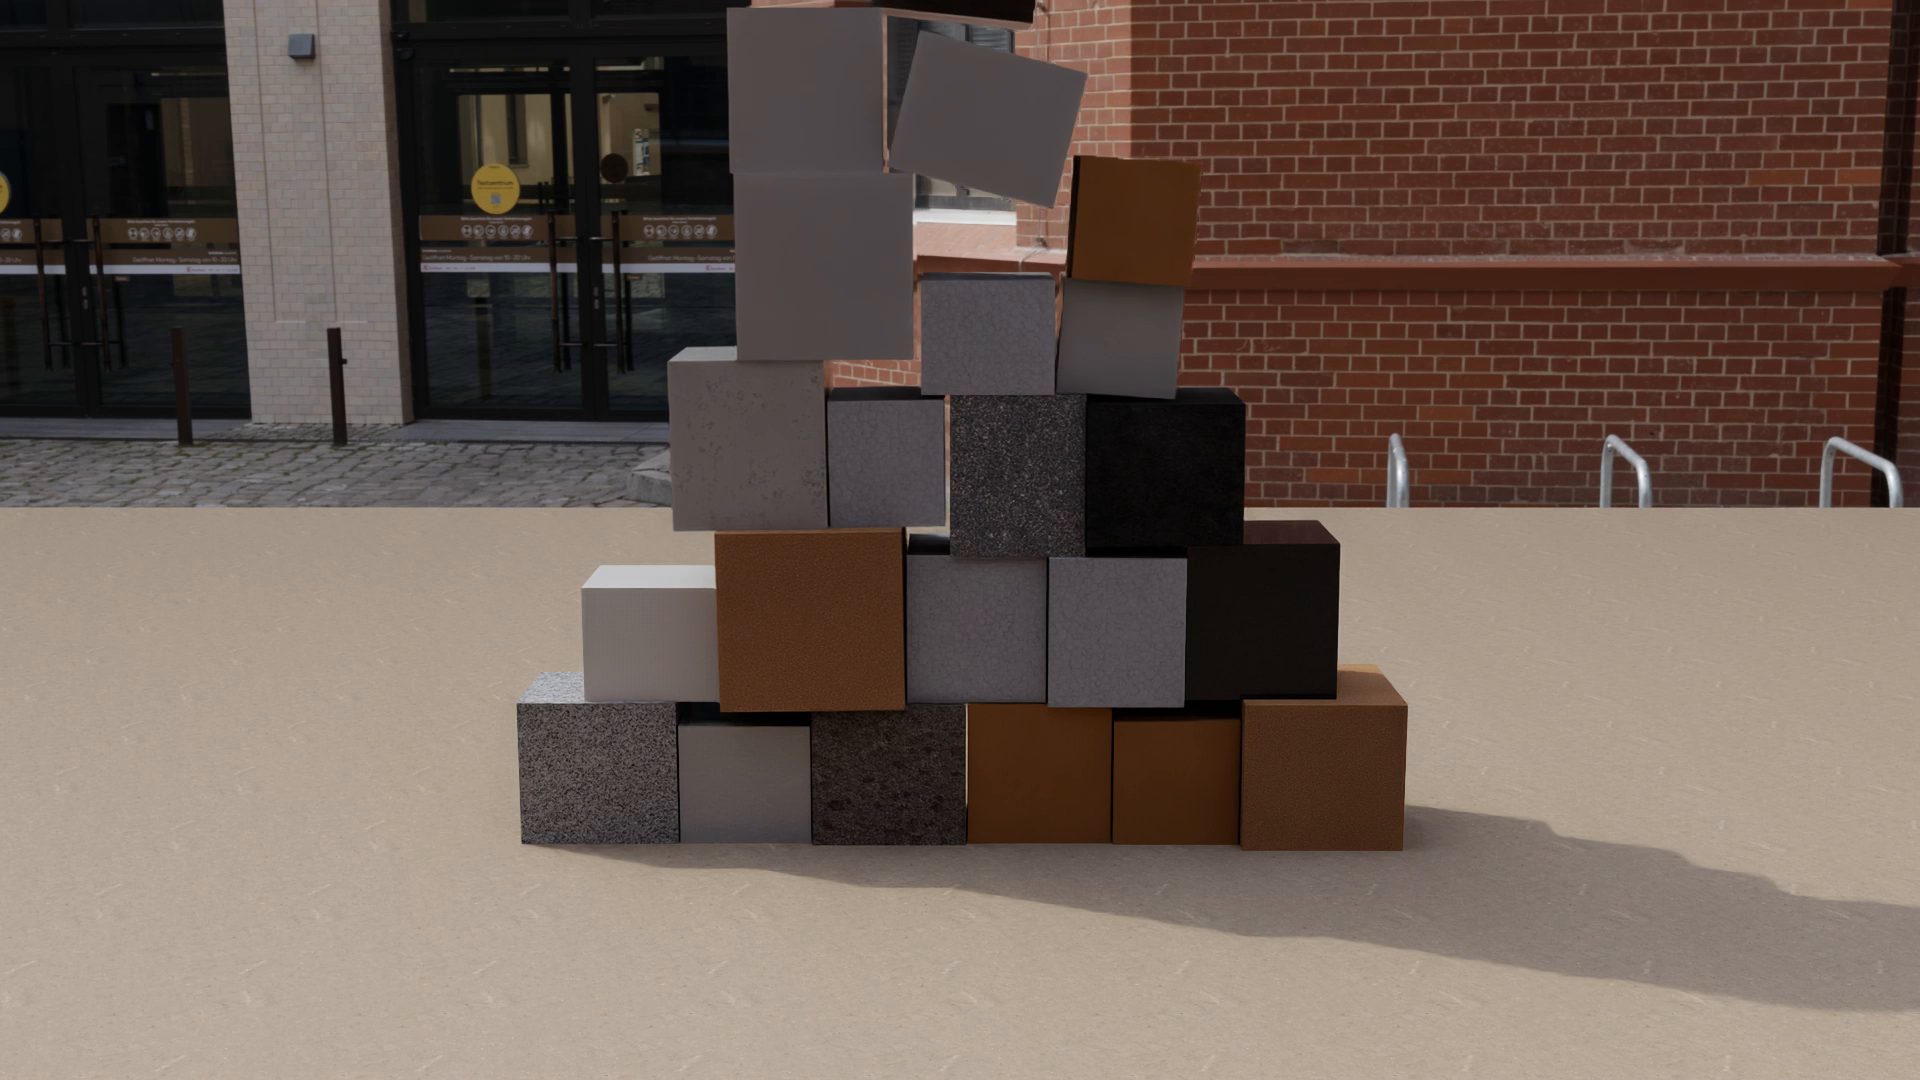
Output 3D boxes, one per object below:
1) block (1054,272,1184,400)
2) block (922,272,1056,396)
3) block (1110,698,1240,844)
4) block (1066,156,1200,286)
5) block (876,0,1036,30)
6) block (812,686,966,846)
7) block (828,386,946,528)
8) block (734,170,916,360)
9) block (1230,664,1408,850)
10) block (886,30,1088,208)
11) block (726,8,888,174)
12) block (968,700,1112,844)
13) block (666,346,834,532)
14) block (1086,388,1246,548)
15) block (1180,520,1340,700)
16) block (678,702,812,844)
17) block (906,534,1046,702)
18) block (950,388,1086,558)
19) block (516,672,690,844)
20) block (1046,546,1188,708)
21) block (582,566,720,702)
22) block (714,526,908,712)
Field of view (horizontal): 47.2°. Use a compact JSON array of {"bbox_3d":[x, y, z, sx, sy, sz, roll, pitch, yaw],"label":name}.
[{"bbox_3d":[0.782,-1.030,10.993,0.585,0.557,0.525,4,10,-1],"label":"block"},{"bbox_3d":[0.136,-1.039,10.992,0.648,0.554,0.684,0,10,0],"label":"block"},{"bbox_3d":[1.087,1.160,11.397,0.633,0.641,0.713,0,10,0],"label":"block"},{"bbox_3d":[0.846,-1.589,10.895,0.577,0.585,0.638,4,10,-1],"label":"block"},{"bbox_3d":[0.007,-2.886,10.674,0.749,0.700,0.711,6,10,-1],"label":"block"},{"bbox_3d":[-0.356,1.122,11.370,0.771,0.725,0.697,0,10,0],"label":"block"},{"bbox_3d":[-0.361,-0.428,11.089,0.567,0.628,0.624,-1,10,0],"label":"block"},{"bbox_3d":[-0.652,-1.380,10.943,0.855,0.890,0.792,0,10,0],"label":"block"},{"bbox_3d":[1.815,1.109,11.366,0.802,0.751,0.867,0,10,0],"label":"block"},{"bbox_3d":[0.126,-2.061,10.810,0.818,0.655,0.771,14,10,-3],"label":"block"},{"bbox_3d":[-0.734,-2.198,10.797,0.736,0.772,0.703,0,10,0],"label":"block"},{"bbox_3d":[0.400,1.123,11.378,0.721,0.719,0.643,0,10,0],"label":"block"},{"bbox_3d":[-1.035,-0.526,11.102,0.758,0.836,0.764,-1,10,0],"label":"block"},{"bbox_3d":[1.005,-0.379,11.096,0.768,0.701,0.744,0,10,0],"label":"block"},{"bbox_3d":[1.501,0.347,11.252,0.754,0.789,0.685,0,10,0],"label":"block"},{"bbox_3d":[-1.082,1.175,11.397,0.661,0.610,0.664,0,10,0],"label":"block"},{"bbox_3d":[0.083,0.390,11.270,0.692,0.750,0.623,0,10,0],"label":"block"},{"bbox_3d":[0.285,-0.374,11.130,0.668,0.804,0.701,0,10,0],"label":"block"},{"bbox_3d":[-1.819,1.117,11.377,0.794,0.733,0.663,0,10,0],"label":"block"},{"bbox_3d":[0.779,0.396,11.257,0.678,0.755,0.742,0,10,0],"label":"block"},{"bbox_3d":[-1.538,0.471,11.256,0.687,0.581,0.587,0,10,0],"label":"block"},{"bbox_3d":[-0.735,0.324,11.238,0.911,0.893,0.926,-1,10,0],"label":"block"}]
